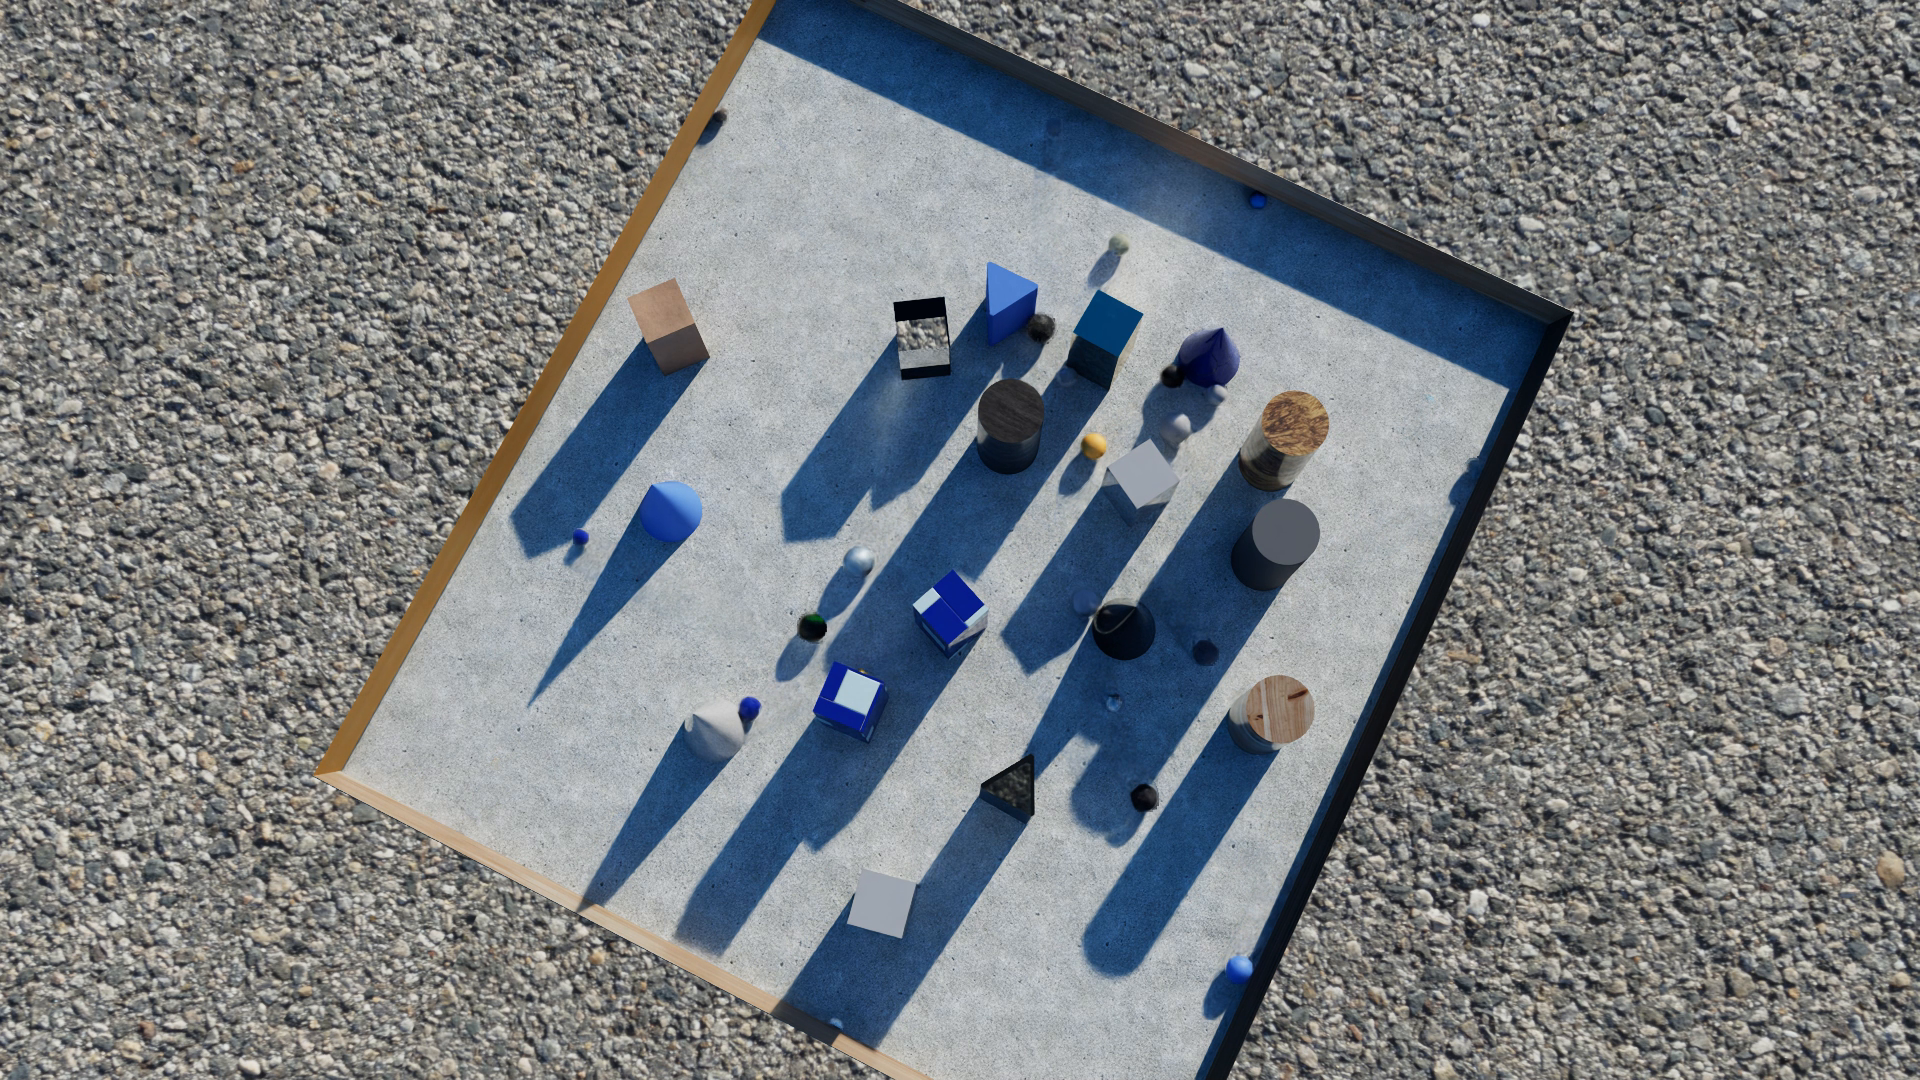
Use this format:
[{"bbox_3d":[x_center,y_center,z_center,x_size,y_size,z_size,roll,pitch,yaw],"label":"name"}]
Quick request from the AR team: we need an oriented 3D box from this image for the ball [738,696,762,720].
[{"bbox_3d":[-0.627,0.503,5.478,0.067,0.067,0.067,0,78,0],"label":"ball"}]

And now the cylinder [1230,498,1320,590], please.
[{"bbox_3d":[0.924,0.019,5.398,0.193,0.420,0.193,0,78,0],"label":"cylinder"}]

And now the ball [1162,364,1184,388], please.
[{"bbox_3d":[0.660,-0.507,5.684,0.072,0.072,0.072,0,78,0],"label":"ball"}]

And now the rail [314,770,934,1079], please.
[{"bbox_3d":[-0.651,1.282,5.286,2.746,0.125,0.045,26,80,5],"label":"rail"}]

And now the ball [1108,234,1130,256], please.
[{"bbox_3d":[0.501,-0.929,5.774,0.068,0.068,0.068,0,78,0],"label":"ball"}]

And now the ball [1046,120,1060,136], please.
[{"bbox_3d":[0.299,-1.319,5.866,0.047,0.047,0.047,0,78,0],"label":"ball"}]

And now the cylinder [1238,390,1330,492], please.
[{"bbox_3d":[0.957,-0.288,5.447,0.193,0.448,0.193,0,78,0],"label":"cylinder"}]

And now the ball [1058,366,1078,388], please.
[{"bbox_3d":[0.334,-0.507,5.688,0.065,0.065,0.065,0,78,0],"label":"ball"}]

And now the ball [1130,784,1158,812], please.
[{"bbox_3d":[0.545,0.762,5.419,0.079,0.079,0.079,0,78,0],"label":"ball"}]

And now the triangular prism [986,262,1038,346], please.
[{"bbox_3d":[0.124,-0.741,5.615,0.167,0.304,0.145,-33,80,-6],"label":"triangular prism"}]

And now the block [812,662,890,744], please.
[{"bbox_3d":[-0.314,0.477,5.334,0.154,0.361,0.154,22,79,4],"label":"block"}]

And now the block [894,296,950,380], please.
[{"bbox_3d":[-0.114,-0.612,5.591,0.154,0.298,0.154,-6,78,-1],"label":"block"}]

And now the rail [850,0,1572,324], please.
[{"bbox_3d":[0.651,-1.269,5.814,2.746,0.125,0.045,26,80,5],"label":"rail"}]

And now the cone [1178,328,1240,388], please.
[{"bbox_3d":[0.780,-0.599,5.585,0.193,0.305,0.193,0,78,0],"label":"cone"}]

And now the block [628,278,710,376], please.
[{"bbox_3d":[-0.884,-0.644,5.578,0.154,0.336,0.154,-24,79,-5],"label":"block"}]

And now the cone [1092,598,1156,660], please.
[{"bbox_3d":[0.498,0.229,5.366,0.193,0.397,0.193,0,78,0],"label":"cone"}]

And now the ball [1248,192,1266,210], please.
[{"bbox_3d":[0.942,-1.077,5.810,0.057,0.057,0.057,0,78,0],"label":"ball"}]

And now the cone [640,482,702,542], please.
[{"bbox_3d":[-0.889,-0.124,5.458,0.193,0.360,0.193,0,78,0],"label":"cone"}]

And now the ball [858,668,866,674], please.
[{"bbox_3d":[-0.301,0.407,5.511,0.041,0.041,0.041,0,78,0],"label":"ball"}]

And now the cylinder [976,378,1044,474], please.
[{"bbox_3d":[0.148,-0.335,5.489,0.193,0.386,0.193,0,78,0],"label":"cylinder"}]

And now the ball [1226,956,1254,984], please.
[{"bbox_3d":[0.811,1.246,5.318,0.080,0.080,0.080,0,78,0],"label":"ball"}]

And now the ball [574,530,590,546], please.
[{"bbox_3d":[-1.155,-0.006,5.595,0.046,0.046,0.046,0,78,0],"label":"ball"}]

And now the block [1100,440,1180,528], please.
[{"bbox_3d":[0.540,-0.168,5.517,0.154,0.263,0.154,-33,80,-6],"label":"block"}]

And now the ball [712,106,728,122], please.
[{"bbox_3d":[-0.772,-1.364,5.873,0.051,0.051,0.051,0,78,0],"label":"ball"}]

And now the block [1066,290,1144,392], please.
[{"bbox_3d":[0.436,-0.603,5.562,0.154,0.350,0.154,29,80,6],"label":"block"}]

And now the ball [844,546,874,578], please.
[{"bbox_3d":[-0.306,0.065,5.554,0.095,0.095,0.095,0,78,0],"label":"ball"}]

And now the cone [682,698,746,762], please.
[{"bbox_3d":[-0.735,0.524,5.273,0.193,0.460,0.193,0,78,0],"label":"cone"}]

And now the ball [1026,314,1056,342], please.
[{"bbox_3d":[0.252,-0.660,5.708,0.089,0.089,0.089,0,78,0],"label":"ball"}]

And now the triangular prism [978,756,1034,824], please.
[{"bbox_3d":[0.164,0.697,5.244,0.167,0.446,0.145,29,80,6],"label":"triangular prism"}]

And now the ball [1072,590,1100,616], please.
[{"bbox_3d":[0.382,0.190,5.536,0.081,0.081,0.081,0,78,0],"label":"ball"}]

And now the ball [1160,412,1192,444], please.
[{"bbox_3d":[0.664,-0.346,5.639,0.096,0.096,0.096,0,78,0],"label":"ball"}]

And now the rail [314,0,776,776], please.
[{"bbox_3d":[-1.207,-0.584,5.672,0.045,0.125,2.961,26,80,5],"label":"rail"}]

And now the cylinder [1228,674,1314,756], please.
[{"bbox_3d":[0.898,0.512,5.320,0.193,0.372,0.193,0,78,0],"label":"cylinder"}]

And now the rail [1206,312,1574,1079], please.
[{"bbox_3d":[1.207,0.598,5.428,0.045,0.125,2.961,26,80,5],"label":"rail"}]

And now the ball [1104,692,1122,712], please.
[{"bbox_3d":[0.460,0.485,5.488,0.055,0.055,0.055,0,78,0],"label":"ball"}]

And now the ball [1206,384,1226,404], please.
[{"bbox_3d":[0.793,-0.451,5.678,0.063,0.063,0.063,0,78,0],"label":"ball"}]

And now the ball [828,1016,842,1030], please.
[{"bbox_3d":[-0.361,1.402,5.304,0.044,0.044,0.044,0,78,0],"label":"ball"}]

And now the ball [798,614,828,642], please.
[{"bbox_3d":[-0.443,0.264,5.517,0.087,0.087,0.087,0,78,0],"label":"ball"}]

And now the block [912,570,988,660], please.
[{"bbox_3d":[-0.027,0.225,5.401,0.154,0.331,0.154,-41,81,-8],"label":"block"}]

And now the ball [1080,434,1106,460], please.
[{"bbox_3d":[0.411,-0.286,5.635,0.079,0.079,0.079,0,78,0],"label":"ball"}]

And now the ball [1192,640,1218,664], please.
[{"bbox_3d":[0.735,0.338,5.509,0.074,0.074,0.074,0,78,0],"label":"ball"}]

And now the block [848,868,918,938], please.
[{"bbox_3d":[-0.214,1.034,5.207,0.154,0.383,0.154,15,79,3],"label":"block"}]

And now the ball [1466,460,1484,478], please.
[{"bbox_3d":[1.587,-0.219,5.632,0.058,0.058,0.058,0,78,0],"label":"ball"}]
